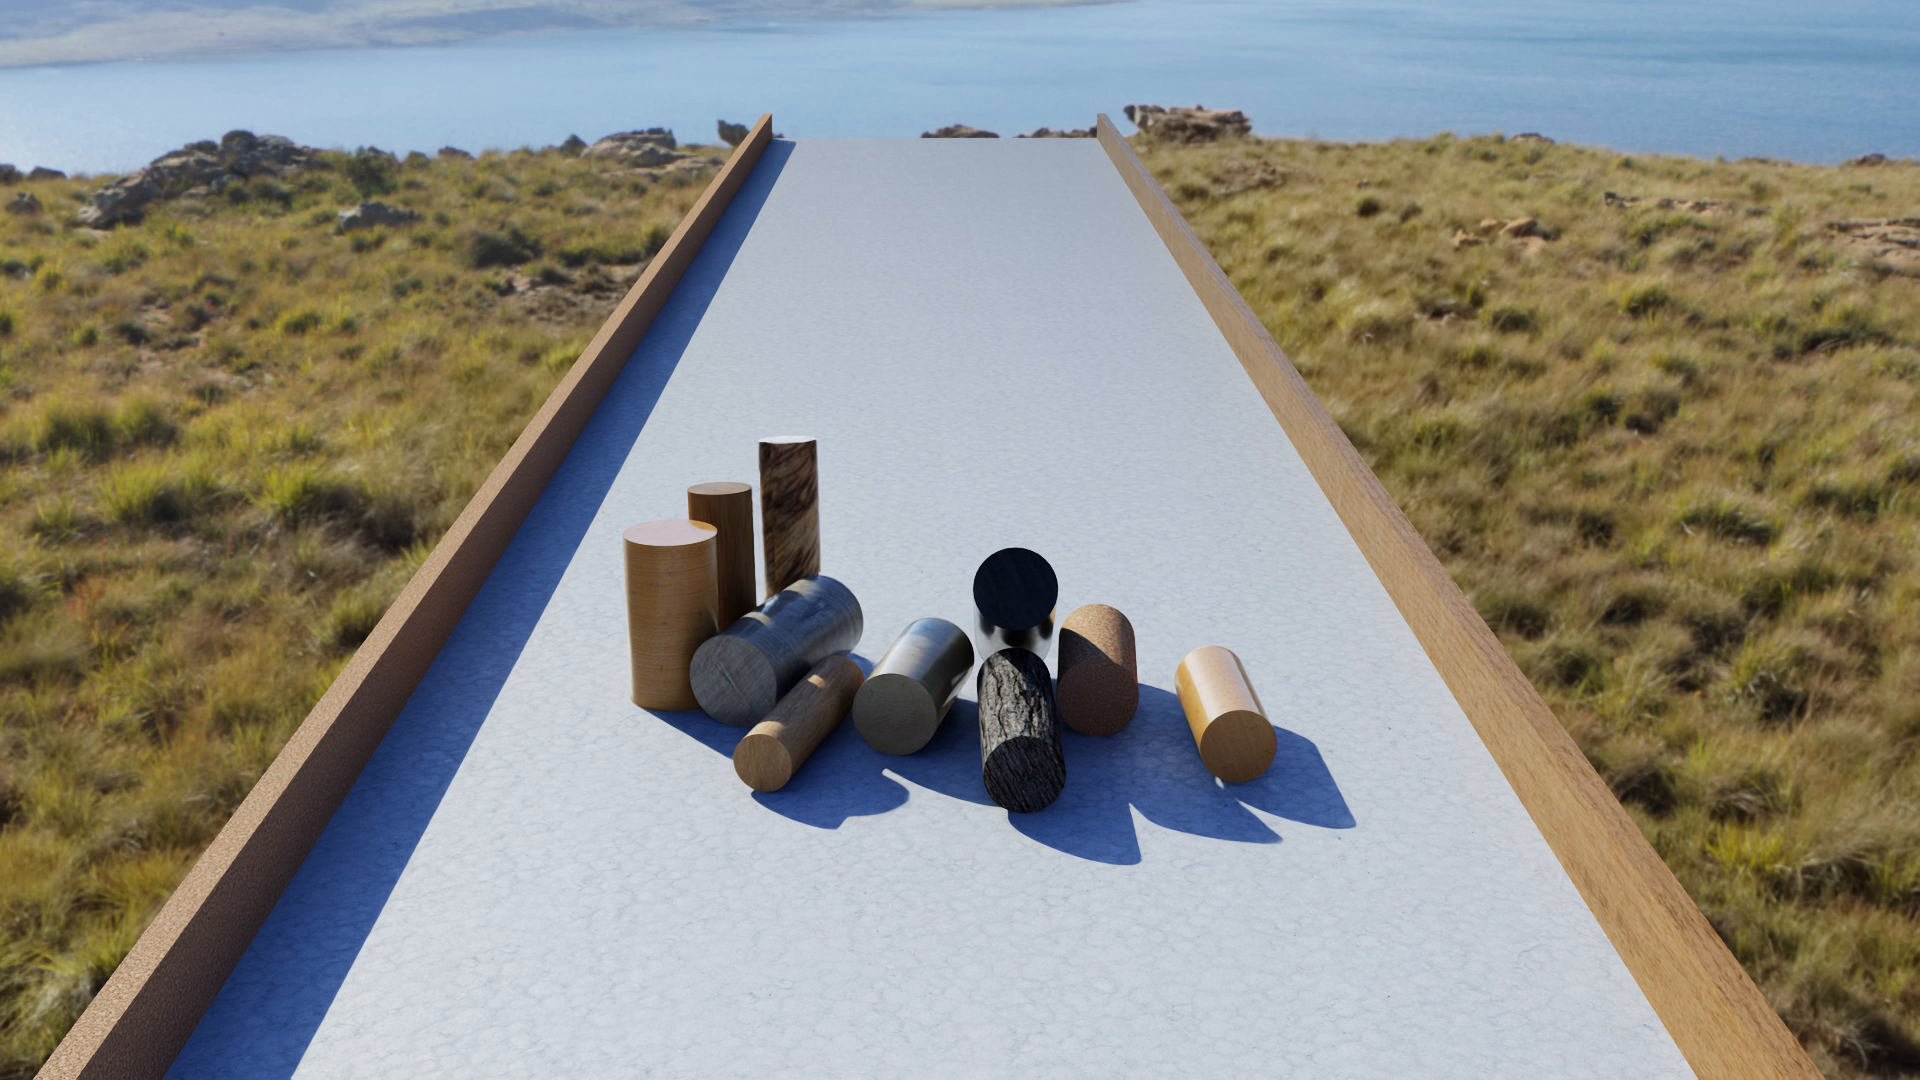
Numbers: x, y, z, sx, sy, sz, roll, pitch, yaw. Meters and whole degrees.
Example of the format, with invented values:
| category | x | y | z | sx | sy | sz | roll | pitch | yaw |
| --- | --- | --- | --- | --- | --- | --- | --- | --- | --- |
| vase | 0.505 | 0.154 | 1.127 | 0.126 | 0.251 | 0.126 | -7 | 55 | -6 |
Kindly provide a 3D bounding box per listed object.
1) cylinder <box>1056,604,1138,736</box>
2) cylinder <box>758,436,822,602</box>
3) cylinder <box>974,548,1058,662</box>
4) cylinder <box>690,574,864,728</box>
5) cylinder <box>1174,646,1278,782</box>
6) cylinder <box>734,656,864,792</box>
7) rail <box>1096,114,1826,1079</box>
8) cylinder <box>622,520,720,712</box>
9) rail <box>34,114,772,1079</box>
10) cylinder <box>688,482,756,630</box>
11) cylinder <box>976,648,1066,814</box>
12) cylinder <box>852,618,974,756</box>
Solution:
| category | x | y | z | sx | sy | sz | roll | pitch | yaw |
| --- | --- | --- | --- | --- | --- | --- | --- | --- | --- |
| cylinder | 0.259 | 0.241 | 4.153 | 0.150 | 0.150 | 0.319 | 1 | 17 | 3 |
| cylinder | -0.344 | 0.001 | 4.476 | 0.118 | 0.415 | 0.118 | -1 | 10 | 0 |
| cylinder | 0.103 | 0.139 | 4.148 | 0.154 | 0.154 | 0.419 | 0 | -14 | 1 |
| cylinder | -0.346 | 0.207 | 4.216 | 0.179 | 0.179 | 0.396 | 6 | 18 | 20 |
| cylinder | 0.474 | 0.308 | 3.956 | 0.134 | 0.134 | 0.336 | -1 | 17 | -2 |
| cylinder | -0.283 | 0.324 | 3.950 | 0.107 | 0.107 | 0.414 | 4 | 17 | 14 |
| rail | 0.932 | -0.844 | 7.801 | 0.050 | 0.150 | 12.000 | 0 | 17 | -1 |
| cylinder | -0.544 | 0.142 | 4.176 | 0.177 | 0.327 | 0.177 | 0 | 17 | 0 |
| rail | -1.118 | -0.838 | 7.780 | 0.050 | 0.150 | 12.000 | 0 | 17 | -1 |
| cylinder | -0.467 | 0.072 | 4.348 | 0.126 | 0.355 | 0.126 | -1 | 13 | 0 |
| cylinder | 0.104 | 0.329 | 3.878 | 0.139 | 0.139 | 0.443 | 0 | 17 | -1 |
| cylinder | -0.082 | 0.266 | 4.060 | 0.156 | 0.156 | 0.319 | 4 | 17 | 12 |
